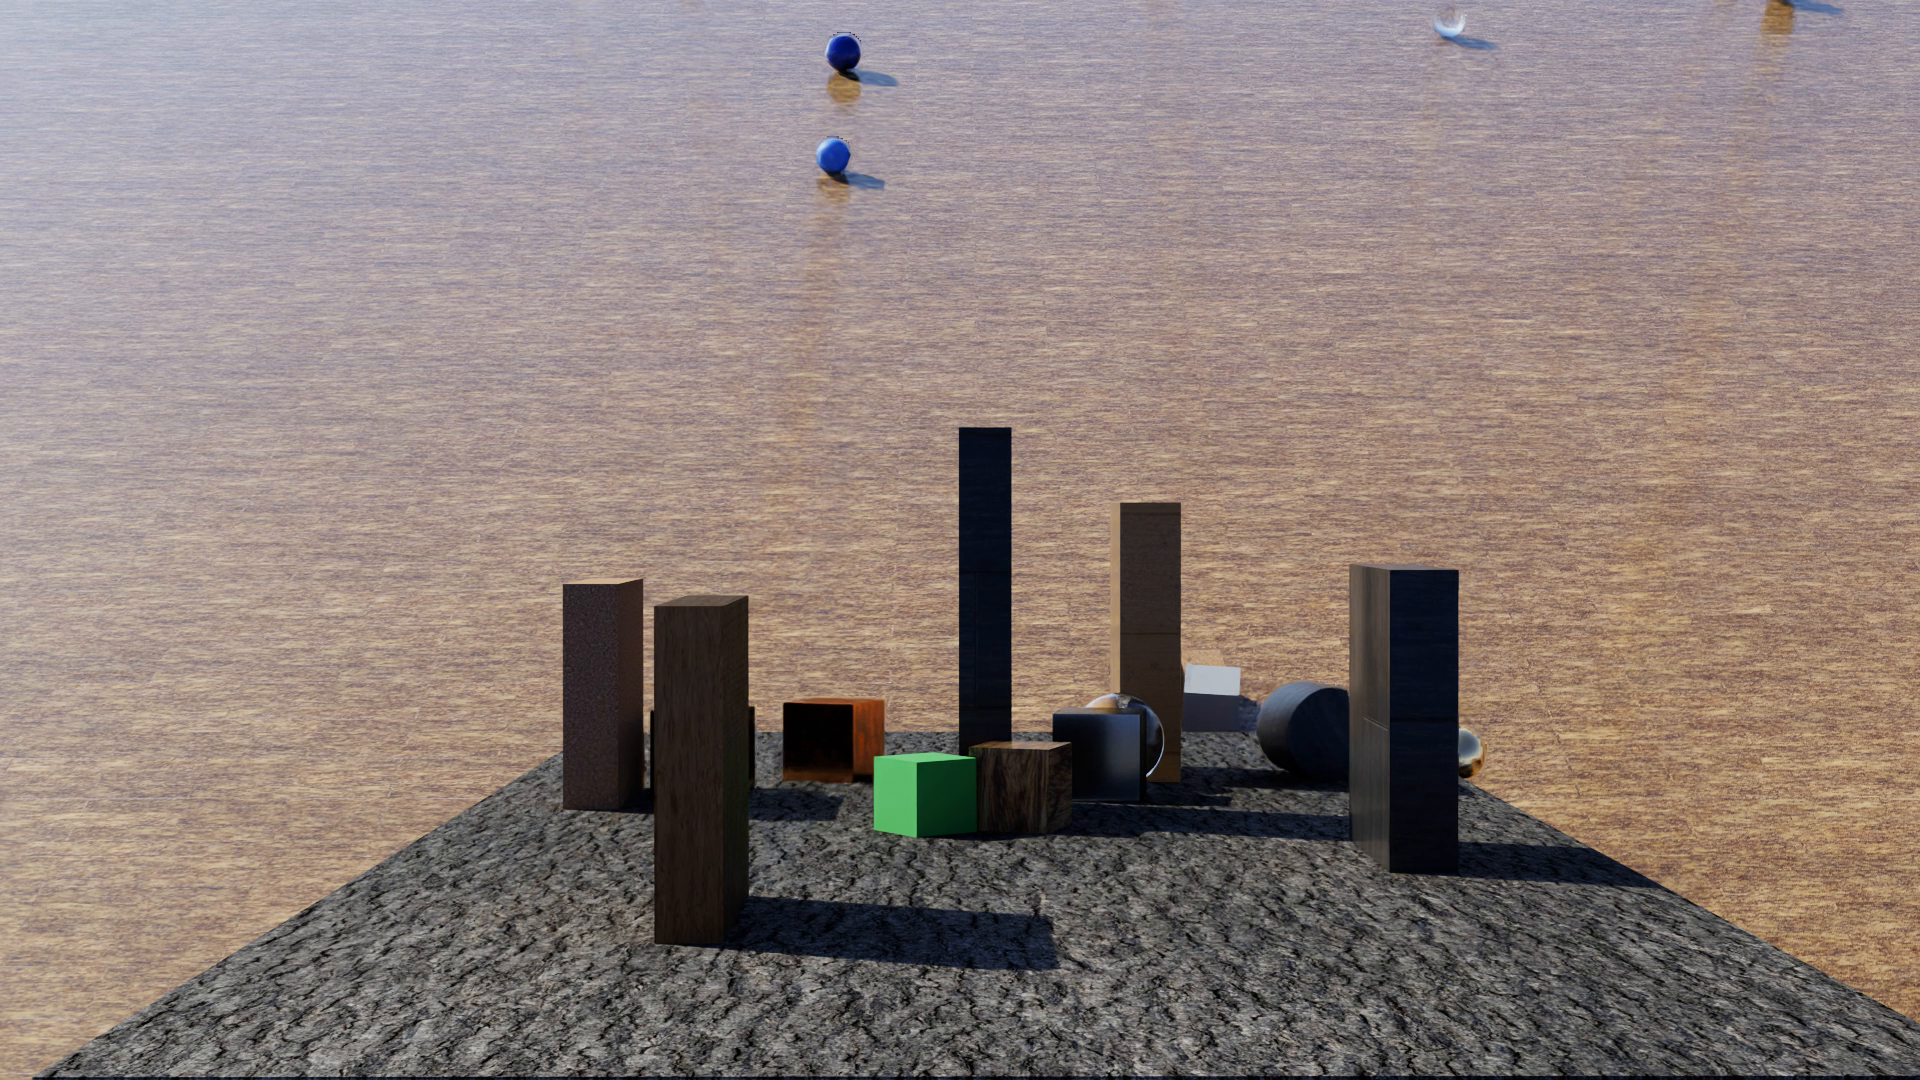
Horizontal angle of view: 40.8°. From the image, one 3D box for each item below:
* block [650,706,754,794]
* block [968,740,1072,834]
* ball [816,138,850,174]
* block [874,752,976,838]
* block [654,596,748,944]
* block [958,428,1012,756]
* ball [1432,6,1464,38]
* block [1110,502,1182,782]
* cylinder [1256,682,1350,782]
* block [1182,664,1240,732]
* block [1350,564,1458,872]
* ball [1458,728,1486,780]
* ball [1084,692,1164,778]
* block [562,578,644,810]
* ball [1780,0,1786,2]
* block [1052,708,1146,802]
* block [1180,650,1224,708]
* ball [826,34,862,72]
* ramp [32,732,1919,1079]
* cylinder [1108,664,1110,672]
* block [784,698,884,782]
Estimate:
[{"bbox_3d":[-0.520,0.425,5.232,0.167,0.167,0.167,0,1,12],"label":"block"},{"bbox_3d":[0.109,0.441,4.633,0.148,0.148,0.148,0,1,19],"label":"block"},{"bbox_3d":[-0.518,-1.563,10.524,0.140,0.140,0.140,0,28,0],"label":"ball"},{"bbox_3d":[-0.062,0.451,4.582,0.131,0.131,0.131,-1,1,-36],"label":"block"},{"bbox_3d":[-0.357,0.306,3.604,0.091,0.444,0.418,0,1,0],"label":"block"},{"bbox_3d":[0.046,0.152,4.893,0.096,0.720,0.339,0,1,0],"label":"block"},{"bbox_3d":[2.301,-2.441,12.172,0.149,0.149,0.149,0,28,0],"label":"ball"},{"bbox_3d":[0.397,0.211,5.562,0.127,0.584,0.345,0,1,0],"label":"block"},{"bbox_3d":[0.757,0.406,5.490,0.196,0.196,0.196,-7,2,-12],"label":"cylinder"},{"bbox_3d":[0.657,0.428,6.760,0.143,0.143,0.143,3,28,6],"label":"block"},{"bbox_3d":[0.727,0.282,4.257,0.108,0.475,0.417,0,1,0],"label":"block"},{"bbox_3d":[1.151,0.493,5.960,0.120,0.120,0.120,0,28,0],"label":"ball"},{"bbox_3d":[0.322,0.410,5.296,0.194,0.194,0.194,0,28,0],"label":"ball"},{"bbox_3d":[-0.702,0.295,5.105,0.105,0.429,0.397,0,1,0],"label":"block"},{"bbox_3d":[4.053,-2.735,12.711,0.166,0.166,0.166,0,28,0],"label":"ball"},{"bbox_3d":[0.278,0.424,5.118,0.171,0.171,0.171,0,1,8],"label":"block"},{"bbox_3d":[0.644,0.371,6.897,0.114,0.114,0.114,-2,28,-4],"label":"block"},{"bbox_3d":[-0.529,-2.208,11.716,0.164,0.164,0.164,0,28,0],"label":"ball"},{"bbox_3d":[0.063,0.565,4.605,2.000,0.100,4.000,0,1,0],"label":"ramp"},{"bbox_3d":[0.494,0.323,6.928,0.153,0.153,0.153,10,22,18],"label":"cylinder"},{"bbox_3d":[-0.267,0.423,5.489,0.162,0.162,0.162,0,1,22],"label":"block"}]
